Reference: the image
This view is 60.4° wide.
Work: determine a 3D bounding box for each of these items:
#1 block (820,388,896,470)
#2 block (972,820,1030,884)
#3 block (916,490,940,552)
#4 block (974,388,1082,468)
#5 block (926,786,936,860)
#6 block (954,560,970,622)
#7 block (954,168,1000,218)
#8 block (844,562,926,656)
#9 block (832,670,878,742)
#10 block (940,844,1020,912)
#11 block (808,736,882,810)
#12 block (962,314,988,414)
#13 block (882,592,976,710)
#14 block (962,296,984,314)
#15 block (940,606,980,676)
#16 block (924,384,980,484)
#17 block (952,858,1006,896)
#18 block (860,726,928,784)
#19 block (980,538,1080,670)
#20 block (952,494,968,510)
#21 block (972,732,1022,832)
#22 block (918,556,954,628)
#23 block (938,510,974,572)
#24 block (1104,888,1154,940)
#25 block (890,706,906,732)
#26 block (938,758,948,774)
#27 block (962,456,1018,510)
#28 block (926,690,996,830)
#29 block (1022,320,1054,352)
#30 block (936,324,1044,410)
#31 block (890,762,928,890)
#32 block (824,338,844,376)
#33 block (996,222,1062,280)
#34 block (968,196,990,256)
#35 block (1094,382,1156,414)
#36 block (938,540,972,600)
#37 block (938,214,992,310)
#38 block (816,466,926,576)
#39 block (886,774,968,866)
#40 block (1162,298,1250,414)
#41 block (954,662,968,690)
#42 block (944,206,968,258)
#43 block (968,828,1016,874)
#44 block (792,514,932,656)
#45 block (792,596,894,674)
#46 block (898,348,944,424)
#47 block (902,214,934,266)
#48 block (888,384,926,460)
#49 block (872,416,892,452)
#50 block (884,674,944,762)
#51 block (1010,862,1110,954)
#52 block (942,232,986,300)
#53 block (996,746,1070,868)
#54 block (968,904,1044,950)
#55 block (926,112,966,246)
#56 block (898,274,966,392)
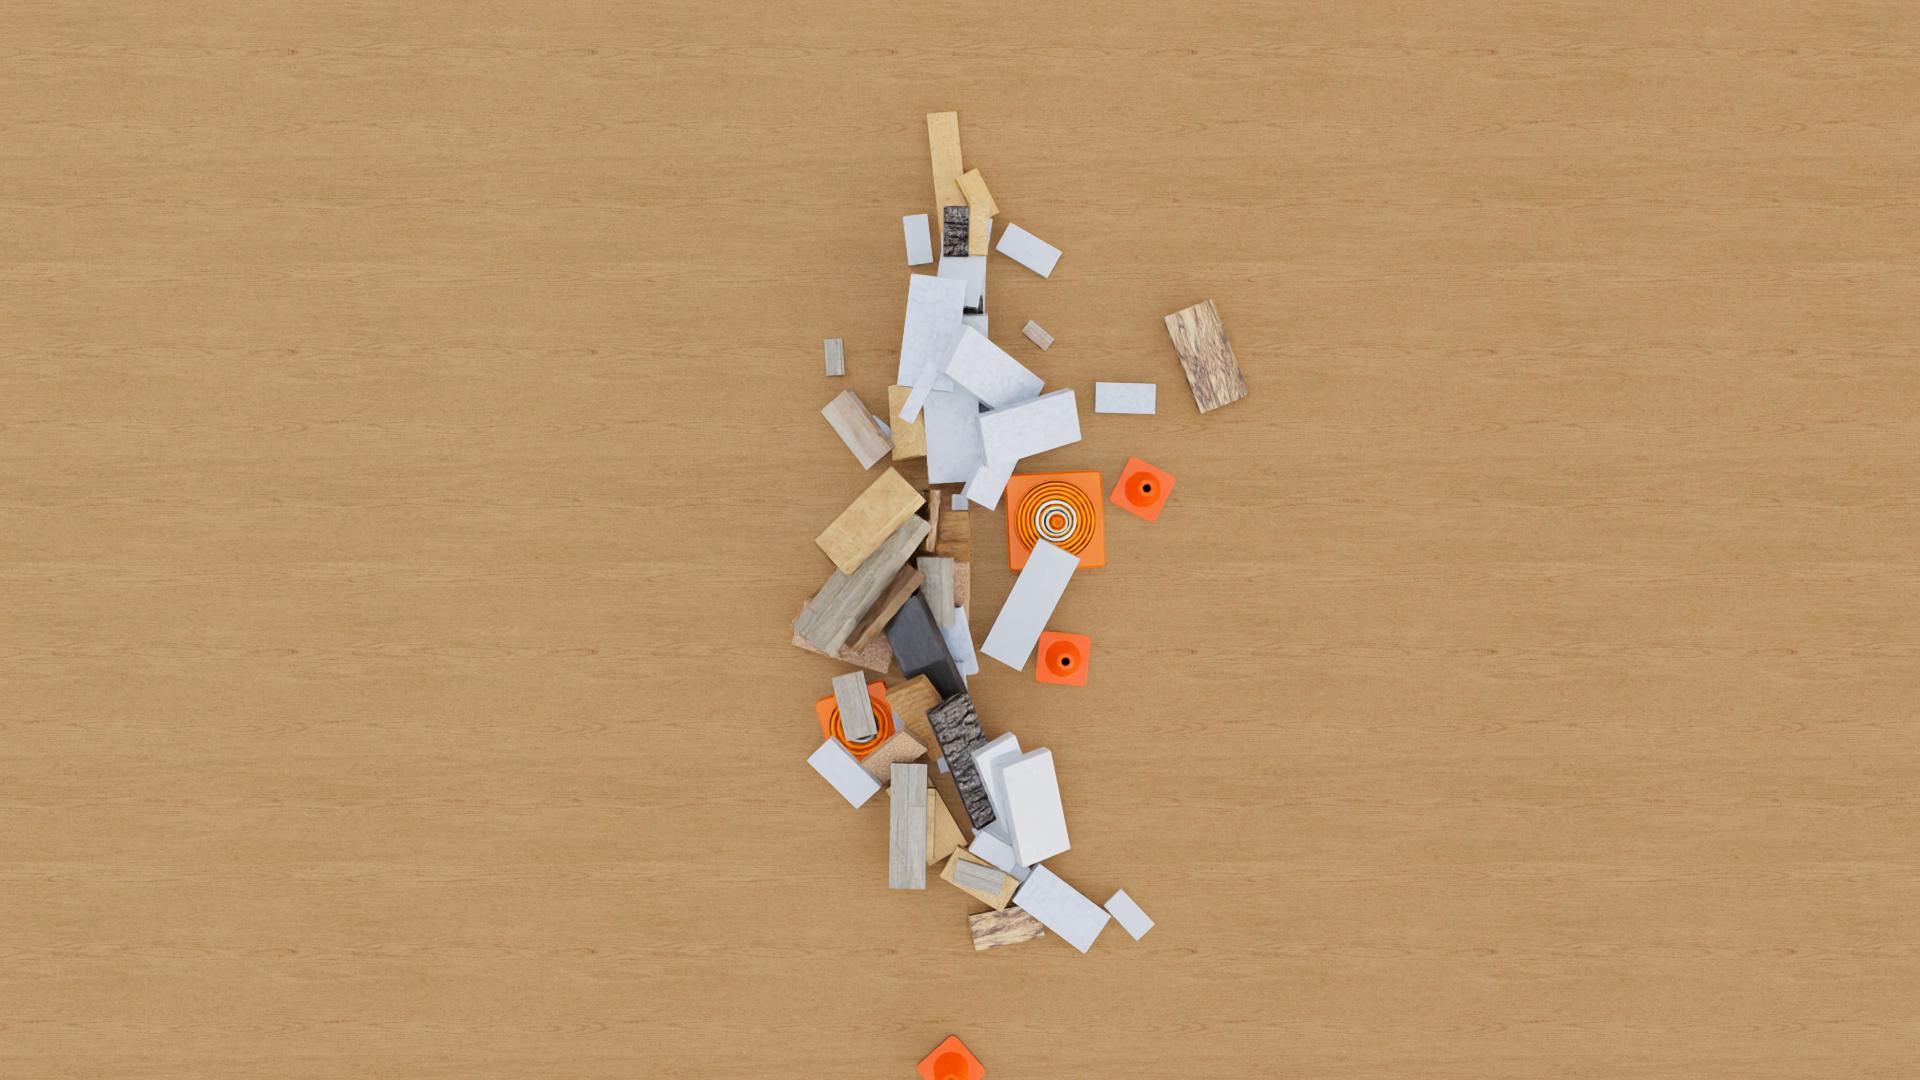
[{"bbox_3d":[-0.337,-0.367,5.454,0.124,0.035,0.248,-38,90,30],"label":"block"},{"bbox_3d":[0.141,1.039,5.483,0.117,0.033,0.233,-26,90,0],"label":"block"},{"bbox_3d":[-0.106,-0.064,5.448,0.029,0.101,0.202,6,90,-22],"label":"block"},{"bbox_3d":[0.223,-0.367,5.395,0.342,0.048,0.171,-18,111,-18],"label":"block"},{"bbox_3d":[-0.143,0.933,5.439,0.118,0.034,0.237,2,92,4],"label":"block"},{"bbox_3d":[-0.028,0.178,5.436,0.115,0.033,0.230,6,107,17],"label":"block"},{"bbox_3d":[0.056,-1.141,5.470,0.081,0.023,0.163,-29,96,-14],"label":"block"},{"bbox_3d":[-0.275,0.204,5.381,0.330,0.165,0.047,-49,133,-3],"label":"block"},{"bbox_3d":[-0.346,0.546,5.437,0.106,0.030,0.212,-14,81,1],"label":"block"},{"bbox_3d":[0.066,1.116,5.447,0.237,0.034,0.118,30,99,-1],"label":"block"},{"bbox_3d":[-0.381,0.768,5.458,0.233,0.033,0.117,45,108,-4],"label":"block"},{"bbox_3d":[0.003,-0.560,5.416,0.179,0.051,0.358,-1,107,0],"label":"block"},{"bbox_3d":[-0.114,0.395,5.404,0.165,0.047,0.428,-22,96,24],"label":"block"},{"bbox_3d":[0.005,-0.655,5.449,0.148,0.042,0.296,-2,102,0],"label":"block"},{"bbox_3d":[-0.021,0.336,5.441,0.115,0.033,0.230,-10,101,21],"label":"block"},{"bbox_3d":[-0.025,-0.369,5.421,0.179,0.051,0.358,-4,107,1],"label":"block"},{"bbox_3d":[0.062,1.106,5.418,0.161,0.023,0.081,16,99,2],"label":"block"},{"bbox_3d":[-0.215,0.706,5.423,0.106,0.030,0.212,40,118,-19],"label":"block"},{"bbox_3d":[0.231,0.212,5.446,0.150,0.043,0.423,27,99,-1],"label":"block"},{"bbox_3d":[-0.001,-0.100,5.457,0.050,0.014,0.101,5,92,12],"label":"block"},{"bbox_3d":[0.156,0.794,5.405,0.150,0.043,0.301,-28,112,-17],"label":"block"},{"bbox_3d":[-0.079,0.169,5.388,0.115,0.033,0.230,2,98,20],"label":"block"},{"bbox_3d":[-0.011,0.003,5.451,0.101,0.029,0.202,-2,104,14],"label":"block"},{"bbox_3d":[0.562,1.245,5.489,0.081,0.023,0.161,-44,90,0],"label":"block"},{"bbox_3d":[-0.167,0.593,5.469,0.106,0.030,0.212,-12,90,-18],"label":"block"},{"bbox_3d":[-0.054,0.719,5.493,0.052,0.015,0.104,-17,90,0],"label":"block"},{"bbox_3d":[0.110,-0.235,5.438,0.124,0.035,0.248,26,89,-34],"label":"block"},{"bbox_3d":[0.034,0.721,5.379,0.146,0.041,0.456,-28,112,-17],"label":"block"},{"bbox_3d":[0.259,-0.681,5.493,0.103,0.015,0.051,40,90,0],"label":"block"},{"bbox_3d":[0.102,-0.530,5.352,0.382,0.048,0.171,32,81,-39],"label":"block"},{"bbox_3d":[-0.168,0.935,5.407,0.118,0.034,0.411,1,92,4],"label":"block"},{"bbox_3d":[-0.418,-0.608,5.491,0.060,0.017,0.121,-4,90,0],"label":"block"},{"bbox_3d":[0.228,-0.962,5.486,0.198,0.028,0.099,30,90,0],"label":"block"},{"bbox_3d":[0.062,-1.021,5.359,0.060,0.017,0.191,2,87,-1],"label":"block"},{"bbox_3d":[0.549,-0.471,5.486,0.198,0.028,0.099,2,90,0],"label":"block"},{"bbox_3d":[-0.019,0.103,5.445,0.101,0.029,0.202,3,106,18],"label":"block"},{"bbox_3d":[0.009,-0.911,5.382,0.148,0.042,0.296,9,87,0],"label":"block"},{"bbox_3d":[-0.296,-0.063,5.423,0.355,0.050,0.177,-44,49,0],"label":"block"},{"bbox_3d":[-0.110,0.916,5.479,0.146,0.041,0.292,-30,90,0],"label":"block"},{"bbox_3d":[0.816,-0.608,5.476,0.171,0.048,0.342,-22,90,0],"label":"block"},{"bbox_3d":[-0.016,0.472,5.444,0.072,0.020,0.144,-2,102,18],"label":"block"},{"bbox_3d":[-0.013,-1.001,5.354,0.081,0.023,0.163,0,87,-1],"label":"block"},{"bbox_3d":[0.116,1.025,5.434,0.161,0.023,0.081,32,90,-16],"label":"block"},{"bbox_3d":[-0.320,0.122,5.392,0.177,0.050,0.533,32,81,41],"label":"block"},{"bbox_3d":[-0.376,0.315,5.477,0.330,0.047,0.165,17,90,0],"label":"block"},{"bbox_3d":[-0.118,-0.493,5.288,0.051,0.015,0.247,27,92,0],"label":"block"},{"bbox_3d":[-0.140,-0.998,5.488,0.081,0.023,0.163,-7,90,0],"label":"block"},{"bbox_3d":[-0.174,-0.393,5.432,0.124,0.035,0.248,-9,82,42],"label":"block"},{"bbox_3d":[-0.259,-0.355,5.491,0.121,0.017,0.060,40,90,0],"label":"block"},{"bbox_3d":[-0.103,0.580,5.378,0.146,0.041,0.292,-25,114,21],"label":"block"},{"bbox_3d":[0.334,1.216,5.456,0.301,0.043,0.150,37,84,-6],"label":"block"},{"bbox_3d":[0.010,-0.864,5.454,0.148,0.042,0.296,1,100,-1],"label":"block"},{"bbox_3d":[0.241,0.874,5.401,0.177,0.050,0.355,-17,106,-21],"label":"block"},{"bbox_3d":[0.155,1.281,5.483,0.233,0.033,0.117,-12,90,0],"label":"block"},{"bbox_3d":[-0.032,-1.152,5.486,0.099,0.028,0.536,-6,90,0],"label":"block"},{"bbox_3d":[-0.090,-0.665,5.315,0.179,0.051,0.358,7,92,0],"label":"block"}]
